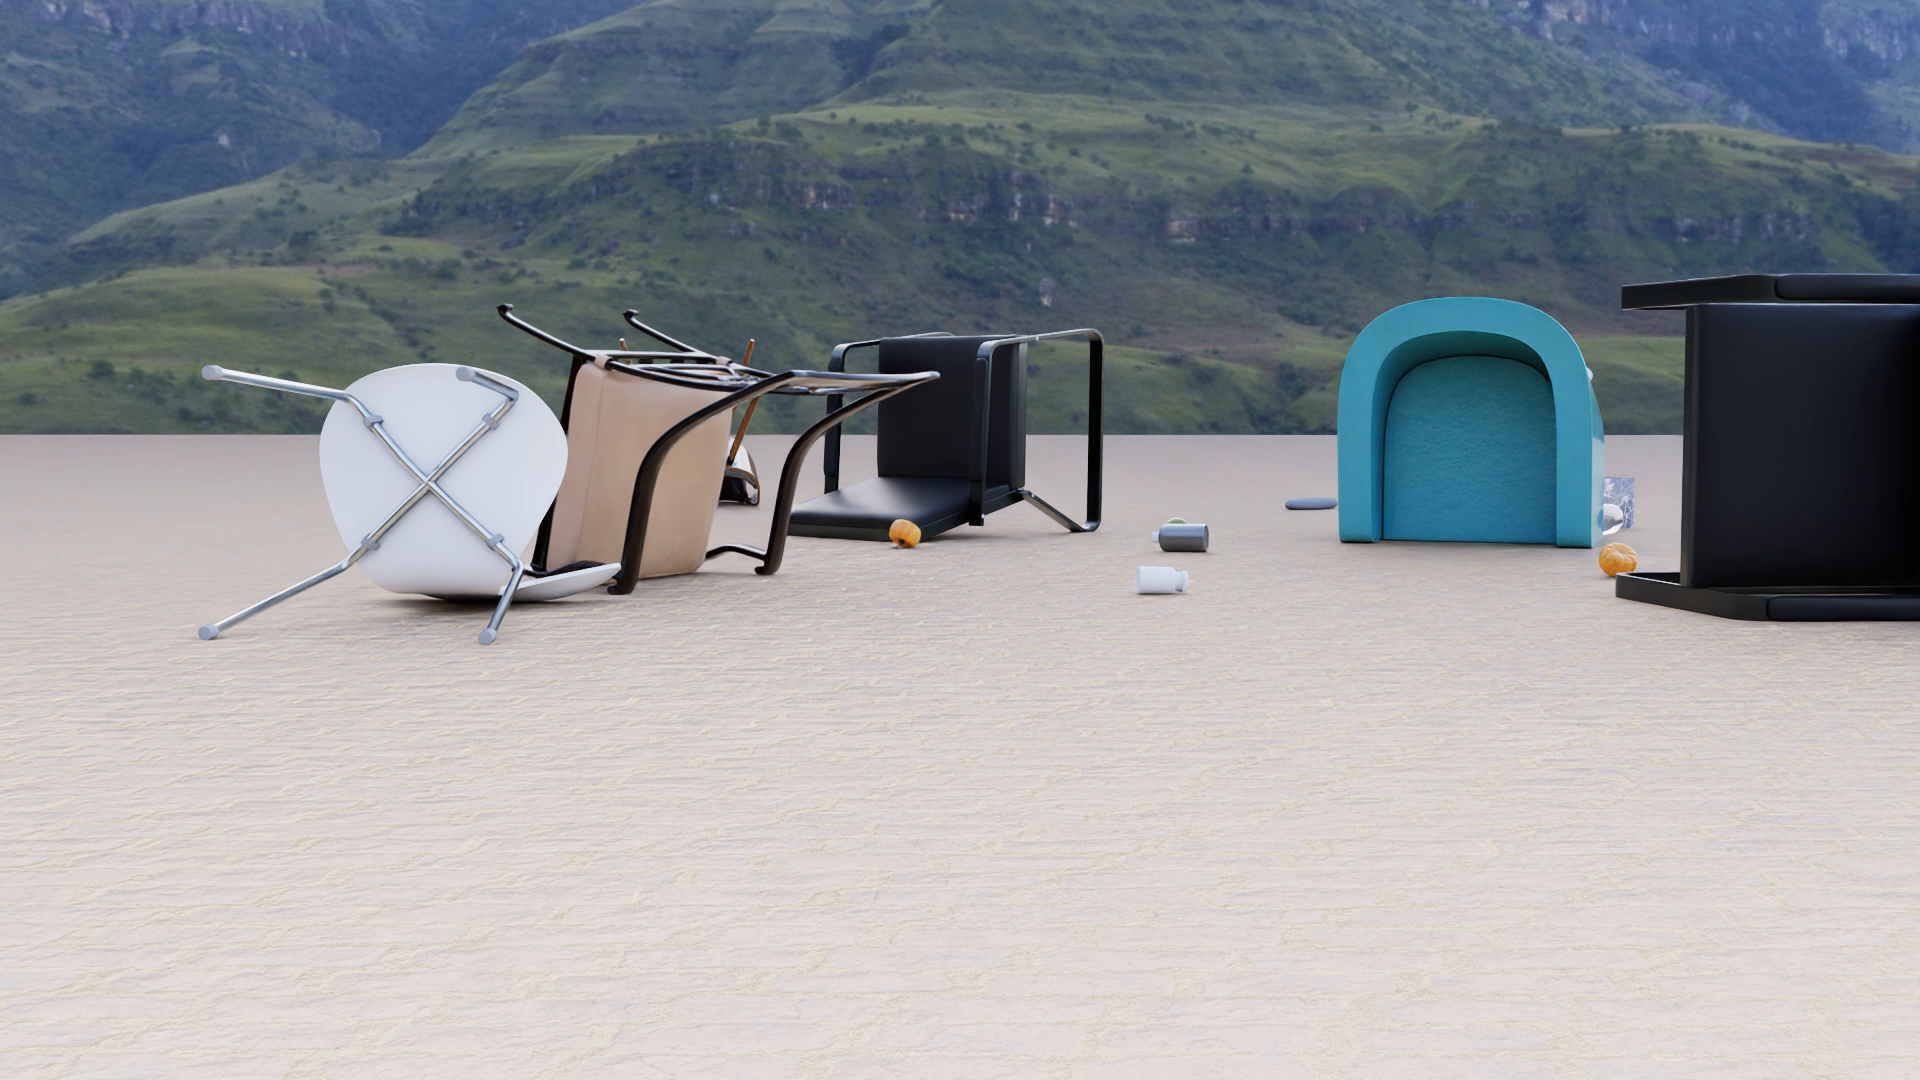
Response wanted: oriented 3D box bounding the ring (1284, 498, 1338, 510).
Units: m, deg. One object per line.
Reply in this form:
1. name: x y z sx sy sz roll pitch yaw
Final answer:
1. ring: 1.317 -0.135 8.233 0.264 0.039 0.108 -4 4 -37

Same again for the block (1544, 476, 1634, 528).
1. block: 2.053 -0.125 7.183 0.173 0.161 0.239 -1 4 -20

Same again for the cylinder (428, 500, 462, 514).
1. cylinder: -1.853 -0.115 7.915 0.091 0.042 0.098 3 13 -31

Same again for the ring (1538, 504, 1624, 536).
1. ring: 1.920 -0.063 6.797 0.286 0.093 0.118 -2 3 -13
